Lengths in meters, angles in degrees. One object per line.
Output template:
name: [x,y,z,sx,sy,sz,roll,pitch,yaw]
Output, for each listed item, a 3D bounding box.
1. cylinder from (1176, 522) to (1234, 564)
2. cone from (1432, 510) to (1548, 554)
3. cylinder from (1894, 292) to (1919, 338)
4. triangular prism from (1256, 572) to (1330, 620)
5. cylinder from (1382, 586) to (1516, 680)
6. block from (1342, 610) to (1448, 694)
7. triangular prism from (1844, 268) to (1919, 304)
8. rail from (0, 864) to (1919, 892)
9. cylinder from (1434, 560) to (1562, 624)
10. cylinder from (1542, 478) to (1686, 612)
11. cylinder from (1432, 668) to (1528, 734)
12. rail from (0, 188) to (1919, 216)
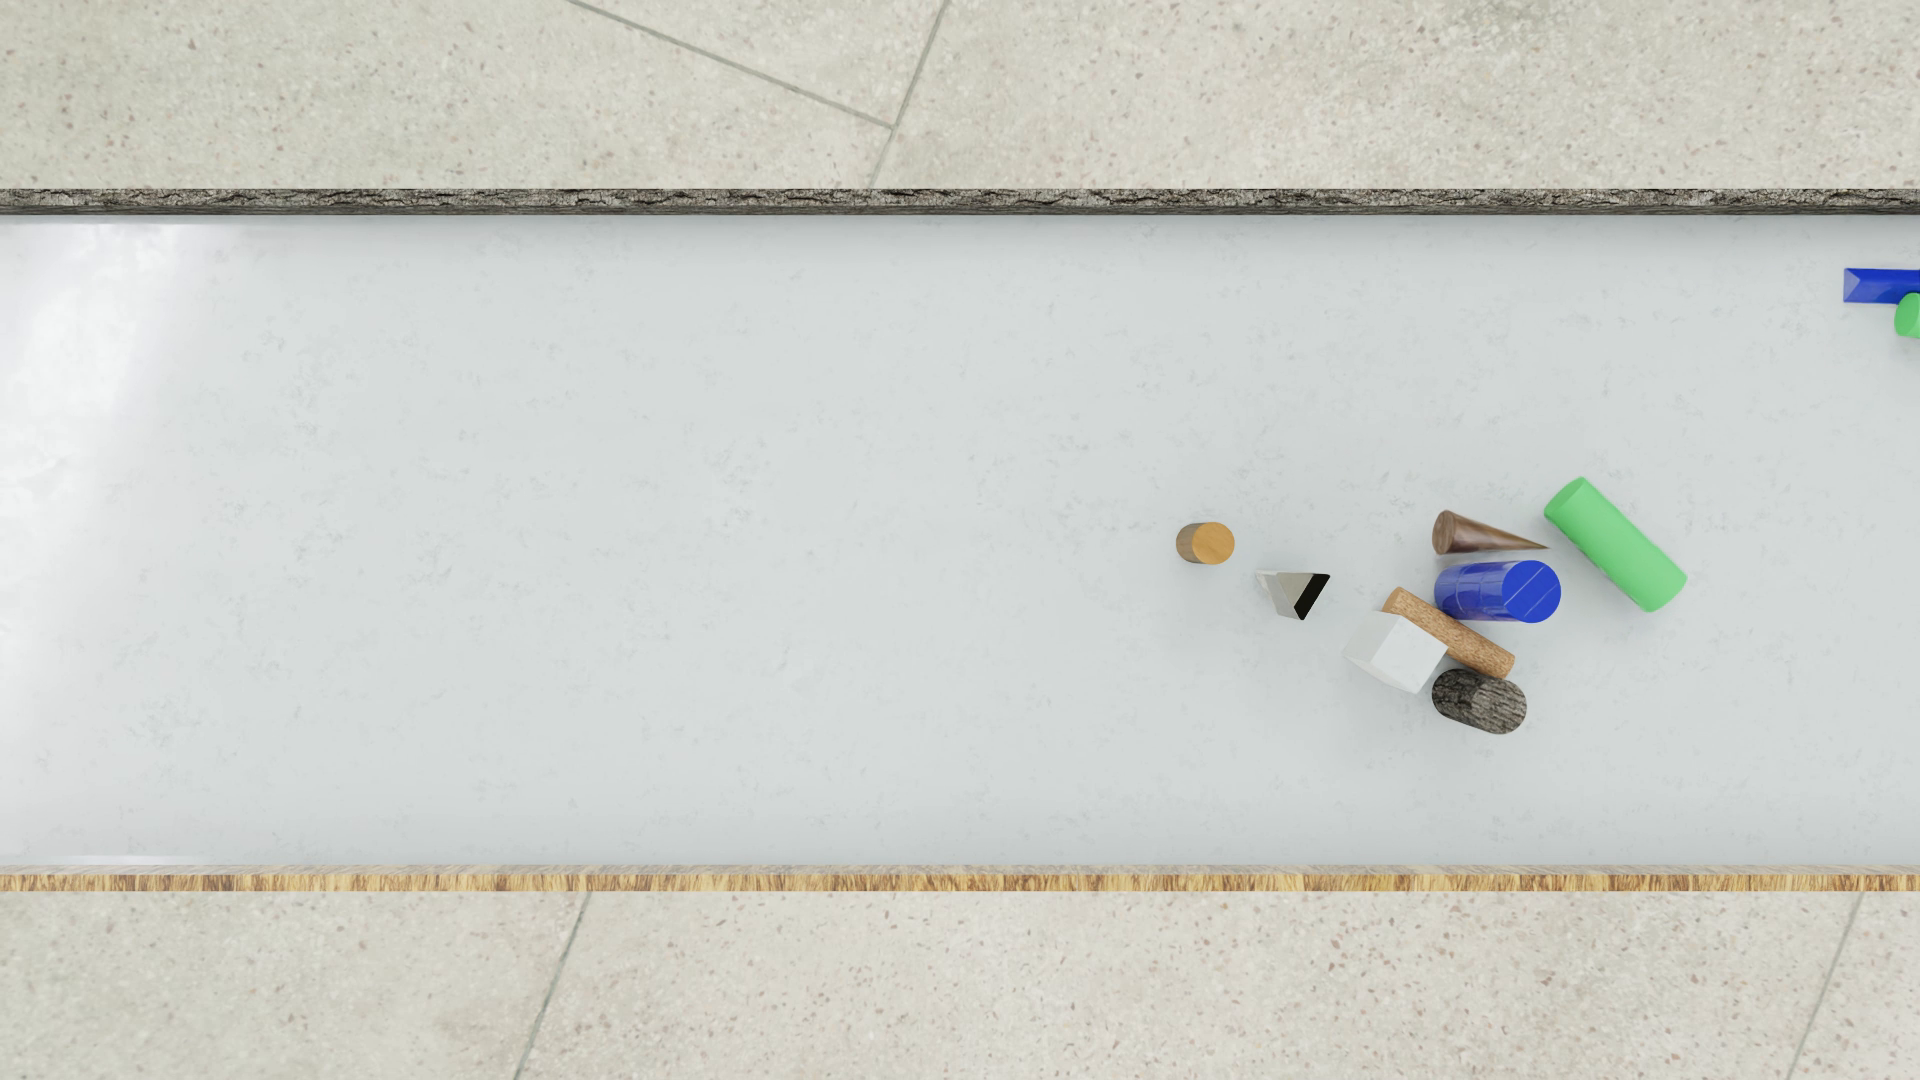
cylinder: [0.725,0.010,4.898,0.123,0.356,0.123,0,90,0]
cone: [1.645,0.002,5.043,0.365,0.138,0.138,8,90,-11]
cylinder: [3.037,-0.661,5.011,0.325,0.132,0.132,9,90,0]
triangular prism: [0.966,0.131,4.906,0.133,0.341,0.153,32,90,0]
cylinder: [1.487,0.290,5.025,0.405,0.103,0.103,31,90,0]
block: [1.285,0.329,4.897,0.164,0.359,0.164,34,90,0]
triangular prism: [2.884,-0.779,5.029,0.329,0.090,0.104,2,90,0]
rail: [-2.247,1.025,5.001,12.000,0.150,0.050,0,90,0]
cylinder: [1.570,0.152,4.842,0.178,0.449,0.178,0,88,-8]
cylinder: [1.983,0.015,4.997,0.428,0.160,0.160,44,90,0]
cylinder: [1.530,0.474,4.876,0.158,0.400,0.158,0,90,0]
rail: [-2.247,-1.025,5.002,12.000,0.150,0.050,0,90,0]
